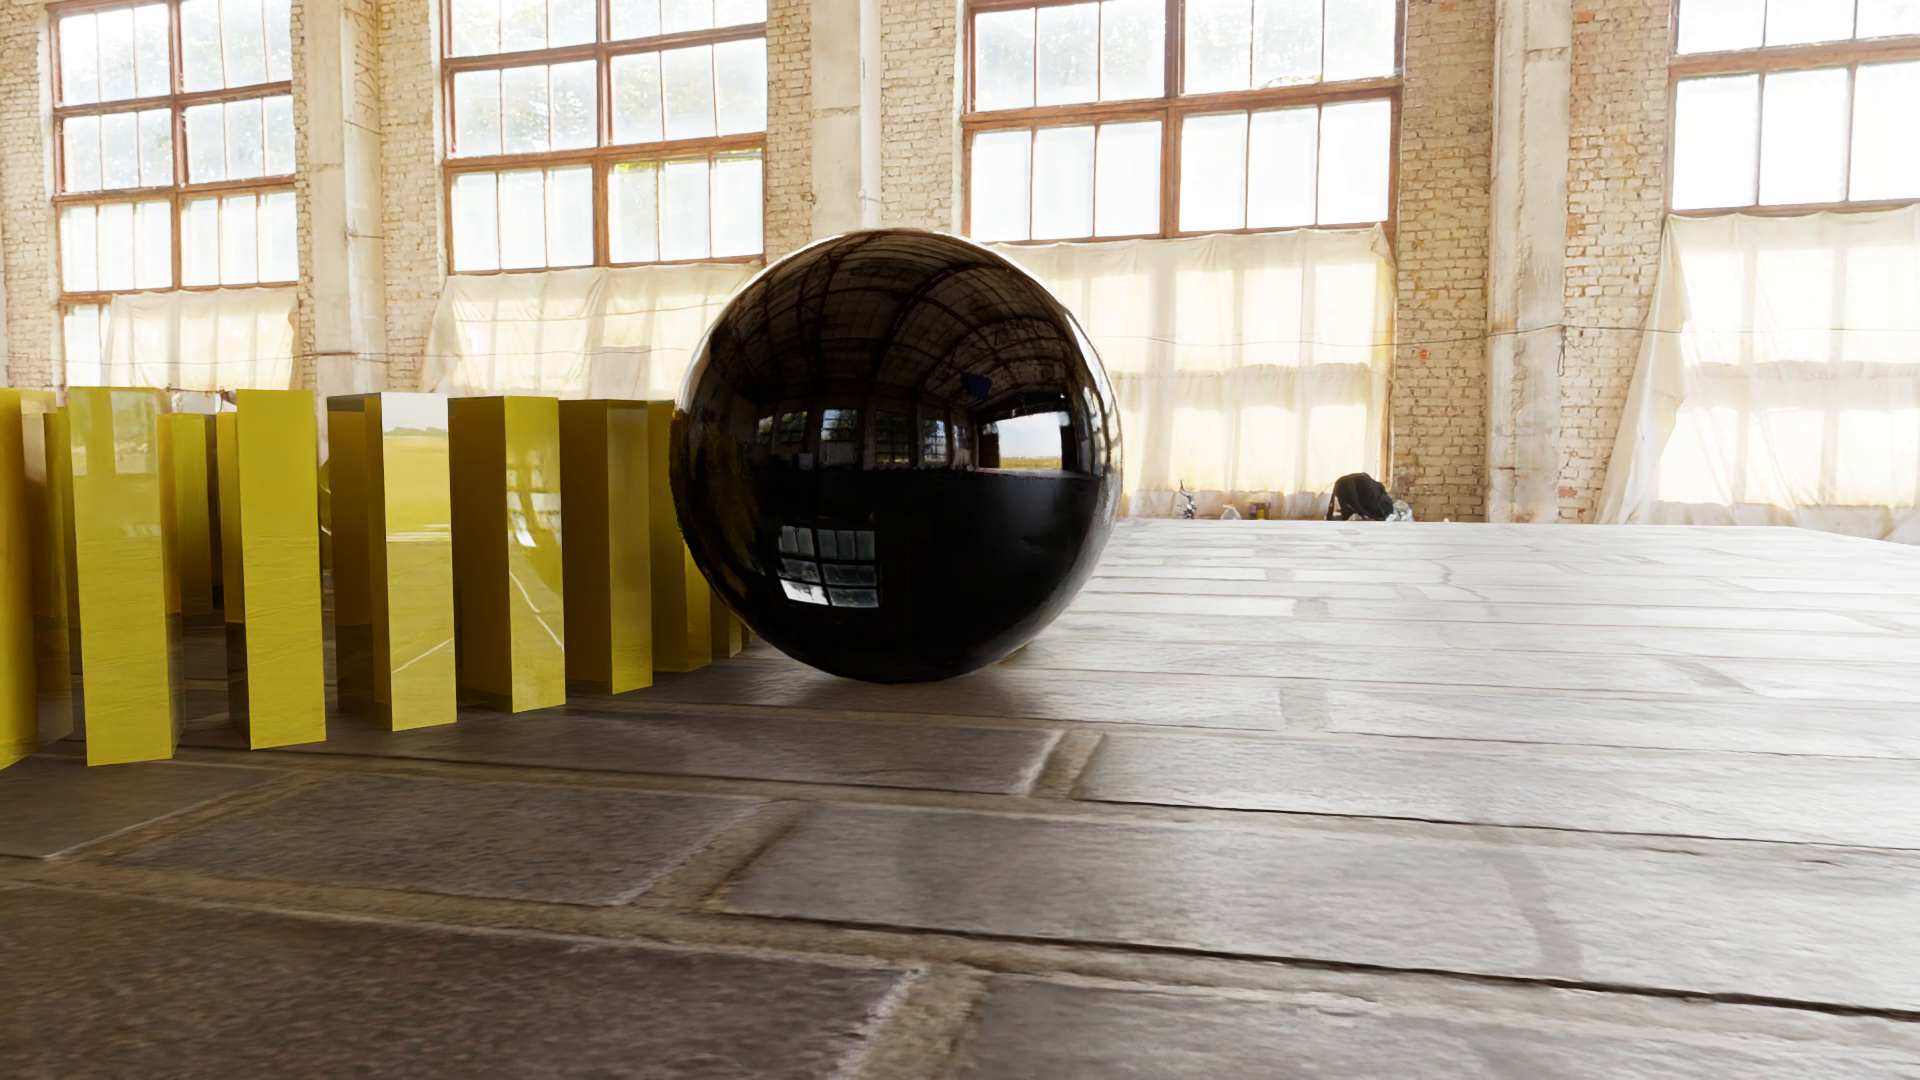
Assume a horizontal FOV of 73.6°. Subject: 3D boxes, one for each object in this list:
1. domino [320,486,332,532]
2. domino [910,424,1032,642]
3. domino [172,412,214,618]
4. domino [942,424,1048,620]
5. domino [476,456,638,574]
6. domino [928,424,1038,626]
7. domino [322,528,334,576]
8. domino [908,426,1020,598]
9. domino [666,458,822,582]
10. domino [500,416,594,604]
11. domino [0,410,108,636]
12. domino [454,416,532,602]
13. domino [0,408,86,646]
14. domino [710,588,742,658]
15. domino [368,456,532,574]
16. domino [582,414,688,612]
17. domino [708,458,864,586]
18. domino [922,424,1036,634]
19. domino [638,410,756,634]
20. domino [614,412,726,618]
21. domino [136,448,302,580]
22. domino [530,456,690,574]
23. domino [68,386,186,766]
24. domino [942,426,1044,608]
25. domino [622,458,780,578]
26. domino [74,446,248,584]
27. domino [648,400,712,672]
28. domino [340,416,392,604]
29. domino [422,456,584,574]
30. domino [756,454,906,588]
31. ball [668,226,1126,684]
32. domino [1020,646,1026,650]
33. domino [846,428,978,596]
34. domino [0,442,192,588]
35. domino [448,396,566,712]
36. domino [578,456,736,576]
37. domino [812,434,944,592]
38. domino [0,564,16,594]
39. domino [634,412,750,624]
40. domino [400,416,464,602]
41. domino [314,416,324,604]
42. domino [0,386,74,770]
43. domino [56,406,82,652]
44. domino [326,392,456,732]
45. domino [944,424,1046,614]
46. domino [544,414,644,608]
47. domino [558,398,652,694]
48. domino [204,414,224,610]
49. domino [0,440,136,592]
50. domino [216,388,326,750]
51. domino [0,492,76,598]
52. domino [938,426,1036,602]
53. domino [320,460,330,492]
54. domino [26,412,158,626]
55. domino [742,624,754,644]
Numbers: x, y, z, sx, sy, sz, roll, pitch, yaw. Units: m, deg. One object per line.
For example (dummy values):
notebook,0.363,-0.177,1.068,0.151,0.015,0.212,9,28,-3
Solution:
domino,-0.201,-0.008,0.417,0.050,0.009,0.025,41,-7,-15
domino,0.003,-0.002,0.284,0.025,0.050,0.010,0,-29,3
domino,-0.201,-0.007,0.322,0.025,0.050,0.010,2,5,25
domino,0.008,-0.005,0.318,0.025,0.050,0.009,0,-28,0
domino,-0.135,-0.009,0.432,0.050,0.009,0.025,39,9,4
domino,0.005,-0.004,0.307,0.025,0.050,0.010,0,-28,0
domino,-0.216,-0.008,0.410,0.050,0.009,0.025,43,-11,-18
domino,0.001,-0.009,0.365,0.025,0.050,0.009,-1,-27,-12
domino,-0.070,-0.007,0.413,0.050,0.009,0.025,44,27,25
domino,-0.114,-0.009,0.354,0.009,0.050,0.025,2,5,22
domino,-0.209,-0.004,0.289,0.025,0.050,0.010,0,4,-4
domino,-0.130,-0.009,0.358,0.009,0.050,0.025,0,4,6
domino,-0.203,-0.003,0.273,0.025,0.050,0.009,-3,5,-31
domino,-0.058,-0.002,0.259,0.025,0.050,0.010,0,4,5
domino,-0.169,-0.009,0.427,0.050,0.010,0.025,38,0,-7
domino,-0.085,-0.008,0.336,0.010,0.050,0.025,4,6,41
domino,-0.055,-0.007,0.405,0.025,0.009,0.050,-5,43,-48
domino,0.005,-0.003,0.295,0.025,0.050,0.009,0,-29,3
domino,-0.060,-0.004,0.293,0.025,0.050,0.009,-1,4,-11
domino,-0.073,-0.007,0.324,0.025,0.050,0.009,-3,5,-38
domino,-0.230,-0.008,0.400,0.050,0.010,0.025,46,-17,-23
domino,-0.118,-0.009,0.431,0.050,0.009,0.025,40,14,12
domino,-0.117,0.004,0.181,0.009,0.050,0.025,-2,5,-27
domino,0.008,-0.007,0.341,0.025,0.050,0.009,0,-28,-3
domino,-0.085,-0.008,0.421,0.050,0.010,0.025,43,22,21
domino,-0.243,-0.008,0.390,0.009,0.050,0.025,-52,29,-21
domino,-0.061,-0.001,0.242,0.025,0.050,0.009,0,4,15
domino,-0.163,-0.009,0.353,0.009,0.050,0.025,-2,5,-19
domino,-0.152,-0.009,0.430,0.050,0.009,0.025,38,3,-3
domino,-0.040,-0.007,0.395,0.025,0.009,0.050,-3,45,-40
ball,-0.011,-0.015,0.228,0.080,0.080,0.080,0,4,0
domino,0.002,-0.001,0.273,0.025,0.050,0.010,0,-29,3
domino,-0.014,-0.009,0.374,0.025,0.050,0.009,-3,-27,-31
domino,-0.252,-0.007,0.376,0.025,0.050,0.009,4,48,42
domino,-0.077,0.002,0.213,0.025,0.050,0.009,4,6,40
domino,-0.101,-0.009,0.428,0.050,0.009,0.025,41,19,18
domino,-0.025,-0.009,0.383,0.025,0.050,0.009,-2,-32,-31
domino,-0.273,-0.006,0.334,0.025,0.050,0.010,2,36,25
domino,-0.064,-0.006,0.309,0.025,0.050,0.009,-2,5,-21
domino,-0.147,-0.009,0.358,0.009,0.050,0.025,-1,4,-9
domino,-0.179,-0.008,0.346,0.009,0.050,0.025,-2,5,-30
domino,-0.133,0.004,0.175,0.009,0.050,0.025,-1,4,-15
domino,-0.193,-0.002,0.259,0.025,0.050,0.010,-3,5,-38
domino,-0.089,0.003,0.201,0.009,0.050,0.025,-4,6,-43
domino,0.009,-0.006,0.330,0.025,0.050,0.009,1,-28,0
domino,-0.098,-0.008,0.346,0.009,0.050,0.025,3,5,32
domino,-0.067,0.001,0.227,0.025,0.050,0.009,3,5,30
domino,-0.192,-0.008,0.336,0.025,0.050,0.010,4,6,41
domino,-0.261,-0.007,0.362,0.025,0.050,0.010,3,45,35
domino,-0.102,0.003,0.190,0.009,0.050,0.025,-3,5,-36
domino,-0.268,-0.007,0.348,0.025,0.050,0.010,2,41,29
domino,0.007,-0.008,0.353,0.025,0.050,0.010,0,-28,-3
domino,-0.185,-0.009,0.422,0.050,0.010,0.025,39,-4,-12
domino,-0.207,-0.005,0.306,0.025,0.050,0.010,1,4,13
domino,-0.058,-0.003,0.276,0.025,0.050,0.010,0,4,-3
